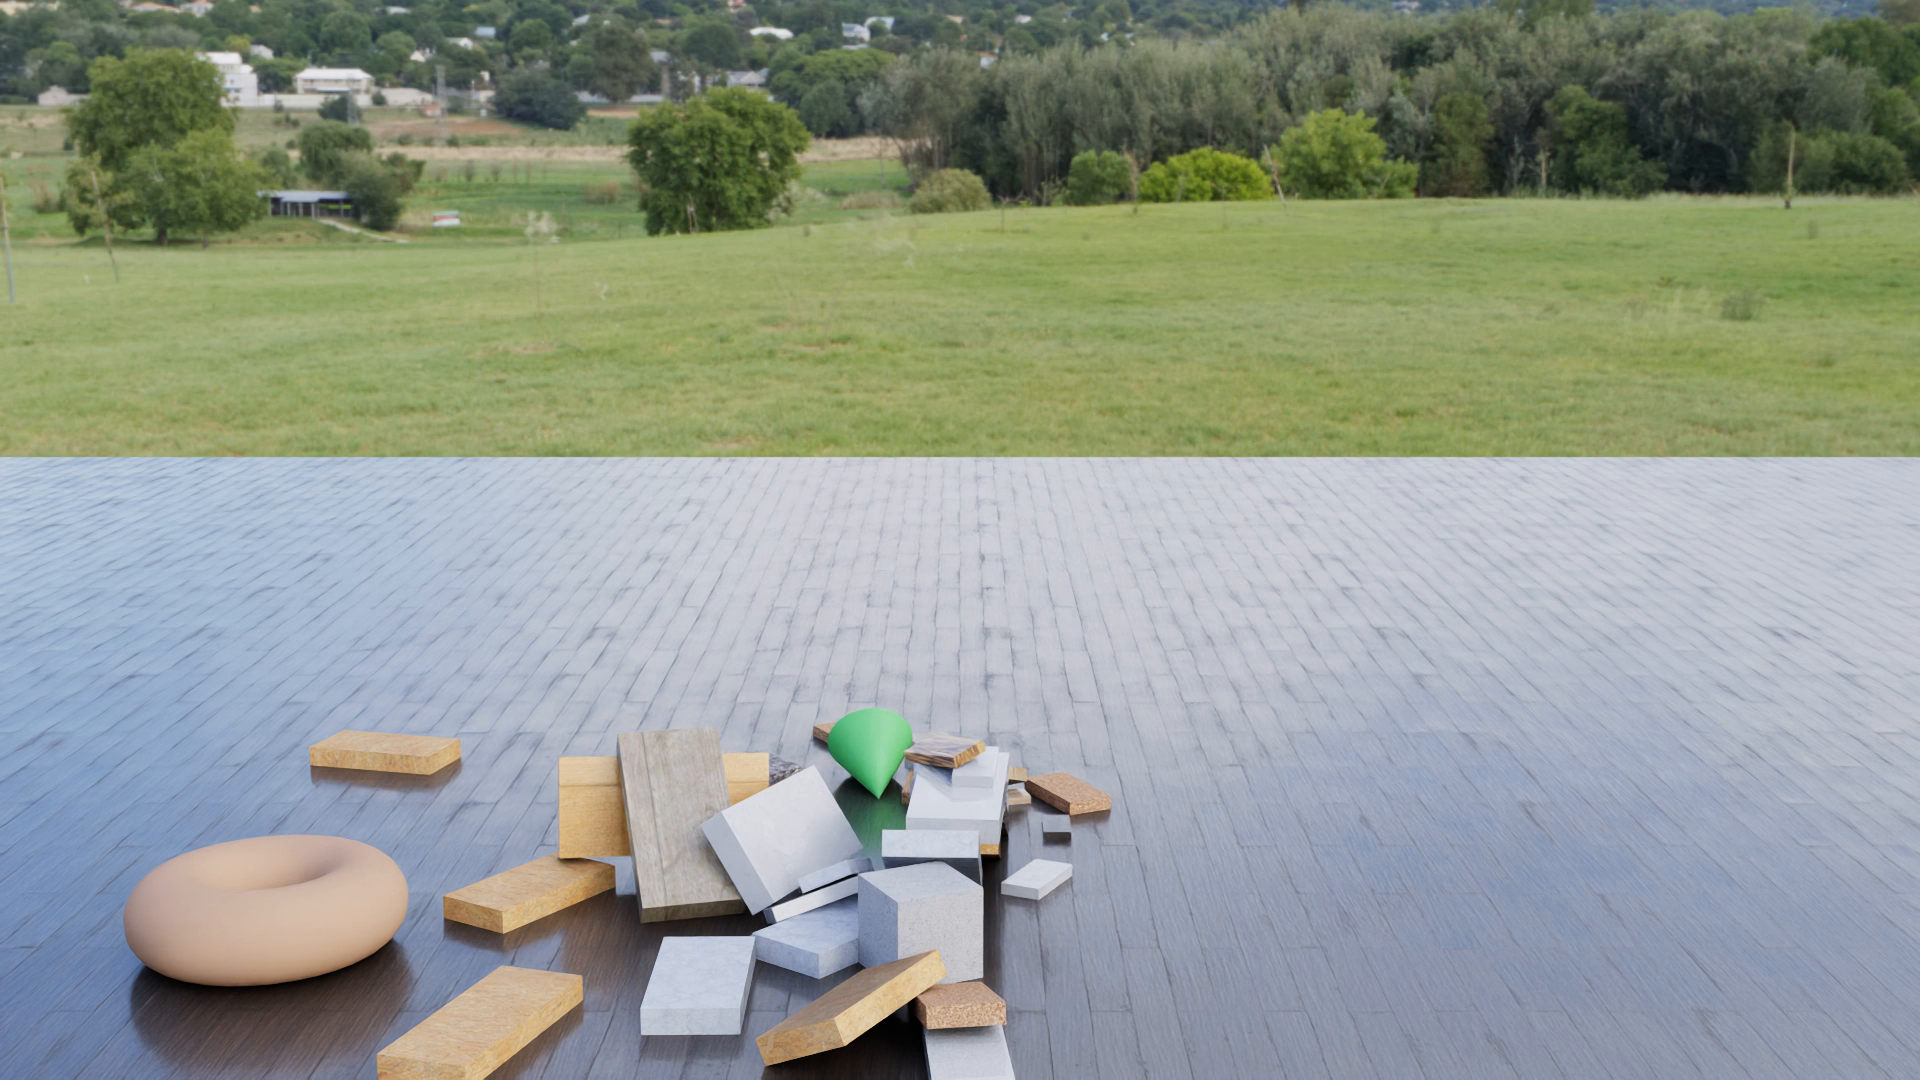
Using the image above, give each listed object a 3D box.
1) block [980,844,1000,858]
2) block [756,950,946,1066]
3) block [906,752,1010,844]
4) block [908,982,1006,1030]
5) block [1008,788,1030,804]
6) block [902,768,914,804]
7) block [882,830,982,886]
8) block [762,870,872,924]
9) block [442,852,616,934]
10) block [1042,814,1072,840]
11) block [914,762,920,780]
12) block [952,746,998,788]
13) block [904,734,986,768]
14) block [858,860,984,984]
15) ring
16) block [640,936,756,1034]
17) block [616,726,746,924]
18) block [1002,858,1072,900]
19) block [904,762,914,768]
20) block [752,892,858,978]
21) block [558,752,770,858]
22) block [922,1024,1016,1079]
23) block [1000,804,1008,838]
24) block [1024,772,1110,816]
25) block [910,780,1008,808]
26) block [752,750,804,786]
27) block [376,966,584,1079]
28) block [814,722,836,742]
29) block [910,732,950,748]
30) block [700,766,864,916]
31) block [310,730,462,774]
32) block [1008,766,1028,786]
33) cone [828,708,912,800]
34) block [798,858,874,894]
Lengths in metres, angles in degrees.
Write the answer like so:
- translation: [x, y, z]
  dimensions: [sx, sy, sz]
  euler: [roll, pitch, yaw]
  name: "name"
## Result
- translation: [-0.008, 0.511, 3.706]
  dimensions: [0.148, 0.042, 0.297]
  euler: [0, -10, 2]
  name: "block"
- translation: [-0.148, 0.652, 3.075]
  dimensions: [0.140, 0.040, 0.279]
  euler: [-22, -1, 31]
  name: "block"
- translation: [-0.001, 0.423, 3.639]
  dimensions: [0.148, 0.042, 0.297]
  euler: [1, 16, 4]
  name: "block"
- translation: [-0.007, 0.654, 3.094]
  dimensions: [0.109, 0.031, 0.218]
  euler: [-2, -4, -8]
  name: "block"
- translation: [0.079, 0.489, 4.173]
  dimensions: [0.101, 0.014, 0.050]
  euler: [-3, 11, -15]
  name: "block"
- translation: [-0.064, 0.474, 4.230]
  dimensions: [0.079, 0.022, 0.158]
  euler: [1, 11, 5]
  name: "block"
- translation: [-0.042, 0.520, 3.530]
  dimensions: [0.149, 0.042, 0.297]
  euler: [0, -20, 2]
  name: "block"
- translation: [-0.224, 0.571, 3.513]
  dimensions: [0.172, 0.024, 0.086]
  euler: [-18, -6, -18]
  name: "block"
- translation: [-0.707, 0.579, 3.627]
  dimensions: [0.132, 0.037, 0.265]
  euler: [7, 12, 32]
  name: "block"
- translation: [0.175, 0.522, 3.997]
  dimensions: [0.050, 0.014, 0.101]
  euler: [0, 11, 0]
  name: "block"
- translation: [0.001, 0.437, 4.002]
  dimensions: [0.149, 0.042, 0.298]
  euler: [0, -12, 3]
  name: "block"
- translation: [0.026, 0.379, 3.682]
  dimensions: [0.069, 0.020, 0.138]
  euler: [1, 16, 4]
  name: "block"
- translation: [-0.026, 0.356, 3.714]
  dimensions: [0.069, 0.020, 0.138]
  euler: [-27, 16, -35]
  name: "block"
- translation: [-0.060, 0.582, 3.323]
  dimensions: [0.141, 0.141, 0.141]
  euler: [-5, 12, -27]
  name: "block"
- translation: [-1.072, 0.569, 3.407]
  dimensions: [0.423, 0.141, 0.423]
  euler: [-1, 9, 0]
  name: "ring"
- translation: [-0.381, 0.651, 3.230]
  dimensions: [0.140, 0.040, 0.279]
  euler: [0, 11, -1]
  name: "block"
- translation: [-0.463, 0.466, 3.637]
  dimensions: [0.168, 0.048, 0.337]
  euler: [-3, 51, -16]
  name: "block"
- translation: [0.130, 0.572, 3.712]
  dimensions: [0.069, 0.020, 0.138]
  euler: [5, 12, 26]
  name: "block"
- translation: [-0.022, 0.439, 4.309]
  dimensions: [0.157, 0.022, 0.079]
  euler: [-1, -3, 37]
  name: "block"
- translation: [-0.178, 0.611, 3.445]
  dimensions: [0.140, 0.040, 0.279]
  euler: [8, 13, 38]
  name: "block"
- translation: [-0.506, 0.452, 3.760]
  dimensions: [0.355, 0.168, 0.048]
  euler: [0, -5, -13]
  name: "block"
- translation: [0.010, 0.704, 2.973]
  dimensions: [0.109, 0.031, 0.218]
  euler: [-1, 11, -4]
  name: "block"
- translation: [0.007, 0.486, 3.817]
  dimensions: [0.149, 0.042, 0.298]
  euler: [0, -11, 2]
  name: "block"
- translation: [0.204, 0.482, 4.184]
  dimensions: [0.088, 0.025, 0.176]
  euler: [-5, 12, -26]
  name: "block"
- translation: [0.002, 0.461, 3.909]
  dimensions: [0.149, 0.042, 0.298]
  euler: [0, -11, 5]
  name: "block"
- translation: [-0.377, 0.471, 3.927]
  dimensions: [0.141, 0.141, 0.141]
  euler: [-9, 14, -41]
  name: "block"
- translation: [-0.666, 0.680, 3.080]
  dimensions: [0.132, 0.037, 0.334]
  euler: [3, 11, 17]
  name: "block"
- translation: [-0.235, 0.410, 4.579]
  dimensions: [0.079, 0.022, 0.157]
  euler: [-6, 12, -30]
  name: "block"
- translation: [-0.053, 0.413, 4.416]
  dimensions: [0.088, 0.025, 0.290]
  euler: [-1, 0, -8]
  name: "block"
- translation: [-0.293, 0.497, 3.681]
  dimensions: [0.048, 0.168, 0.337]
  euler: [-34, -6, 23]
  name: "block"
- translation: [-1.159, 0.428, 4.439]
  dimensions: [0.265, 0.037, 0.132]
  euler: [3, 11, 15]
  name: "block"
- translation: [0.032, 0.443, 4.183]
  dimensions: [0.176, 0.025, 0.088]
  euler: [13, -19, -36]
  name: "block"
- translation: [-0.166, 0.444, 4.252]
  dimensions: [0.168, 0.168, 0.168]
  euler: [-2, 37, -8]
  name: "cone"
- translation: [-0.201, 0.549, 3.599]
  dimensions: [0.086, 0.024, 0.172]
  euler: [-23, -11, 7]
  name: "block"
